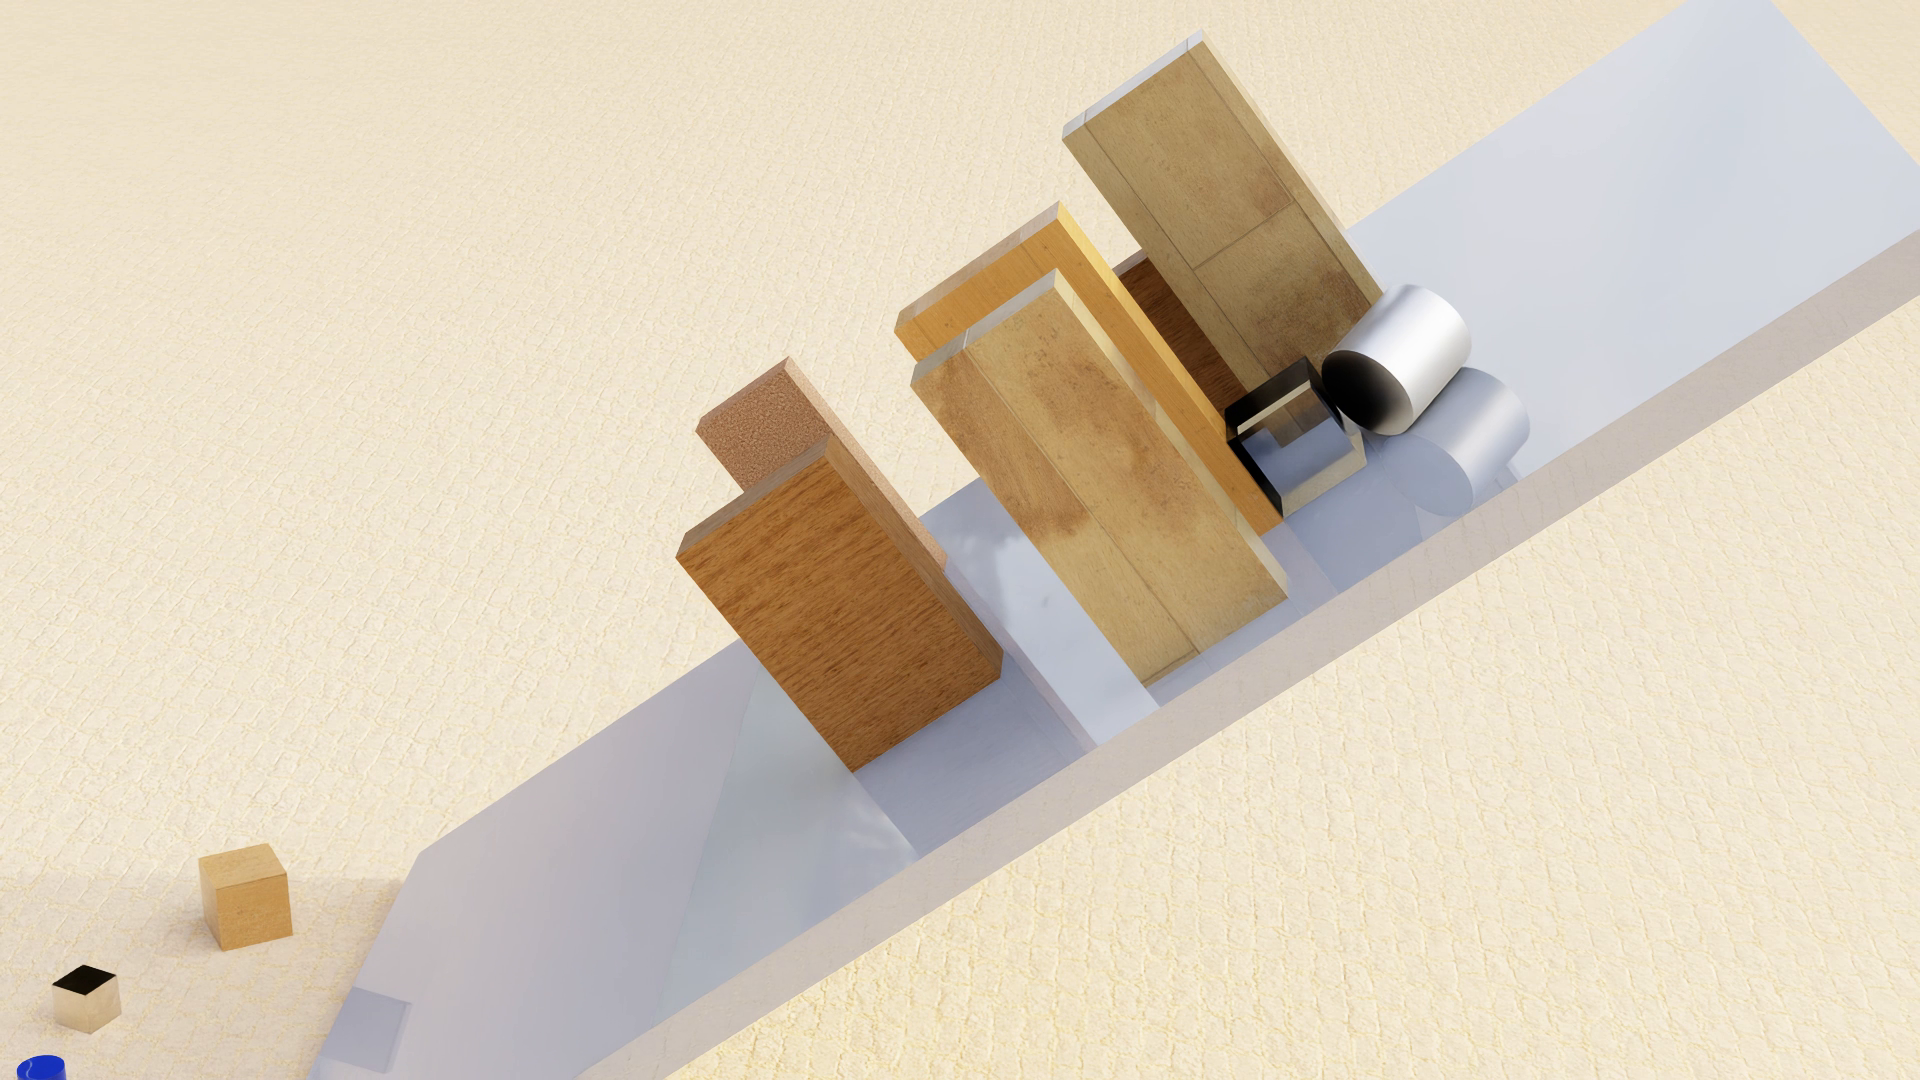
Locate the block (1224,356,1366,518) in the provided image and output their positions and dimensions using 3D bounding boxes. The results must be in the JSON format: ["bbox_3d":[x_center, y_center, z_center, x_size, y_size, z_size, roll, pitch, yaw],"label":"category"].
[{"bbox_3d":[0.647,-0.200,5.687,0.191,0.191,0.191,-34,16,15],"label":"block"}]

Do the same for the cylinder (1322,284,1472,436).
[{"bbox_3d":[0.838,-0.347,5.648,0.207,0.207,0.207,19,54,39],"label":"cylinder"}]

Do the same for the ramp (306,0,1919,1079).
[{"bbox_3d":[0.131,0.177,6.317,4.000,0.100,2.000,-34,16,16],"label":"ramp"}]

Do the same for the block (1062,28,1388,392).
[{"bbox_3d":[0.571,-0.617,5.959,0.342,0.769,0.114,-34,16,16],"label":"block"}]

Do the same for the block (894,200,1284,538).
[{"bbox_3d":[0.252,-0.238,5.652,0.381,0.739,0.126,-34,16,16],"label":"block"}]

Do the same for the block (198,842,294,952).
[{"bbox_3d":[-1.831,0.914,7.538,0.182,0.182,0.182,-11,25,-25],"label":"block"}]

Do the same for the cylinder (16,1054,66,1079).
[{"bbox_3d":[-2.114,1.263,6.784,0.108,0.108,0.108,0,22,0],"label":"cylinder"}]

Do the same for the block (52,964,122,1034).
[{"bbox_3d":[-2.120,1.115,7.142,0.109,0.109,0.109,11,25,26],"label":"block"}]

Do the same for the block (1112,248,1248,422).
[{"bbox_3d":[0.477,-0.415,6.238,0.408,0.428,0.095,-34,16,16],"label":"block"}]

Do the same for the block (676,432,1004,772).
[{"bbox_3d":[-0.241,0.132,5.987,0.379,0.587,0.134,-34,16,16],"label":"block"}]

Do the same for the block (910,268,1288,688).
[{"bbox_3d":[0.255,-0.106,5.303,0.316,0.719,0.114,-34,16,16],"label":"block"}]

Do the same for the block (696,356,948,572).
[{"bbox_3d":[-0.317,-0.106,6.801,0.260,0.606,0.095,-34,16,16],"label":"block"}]
